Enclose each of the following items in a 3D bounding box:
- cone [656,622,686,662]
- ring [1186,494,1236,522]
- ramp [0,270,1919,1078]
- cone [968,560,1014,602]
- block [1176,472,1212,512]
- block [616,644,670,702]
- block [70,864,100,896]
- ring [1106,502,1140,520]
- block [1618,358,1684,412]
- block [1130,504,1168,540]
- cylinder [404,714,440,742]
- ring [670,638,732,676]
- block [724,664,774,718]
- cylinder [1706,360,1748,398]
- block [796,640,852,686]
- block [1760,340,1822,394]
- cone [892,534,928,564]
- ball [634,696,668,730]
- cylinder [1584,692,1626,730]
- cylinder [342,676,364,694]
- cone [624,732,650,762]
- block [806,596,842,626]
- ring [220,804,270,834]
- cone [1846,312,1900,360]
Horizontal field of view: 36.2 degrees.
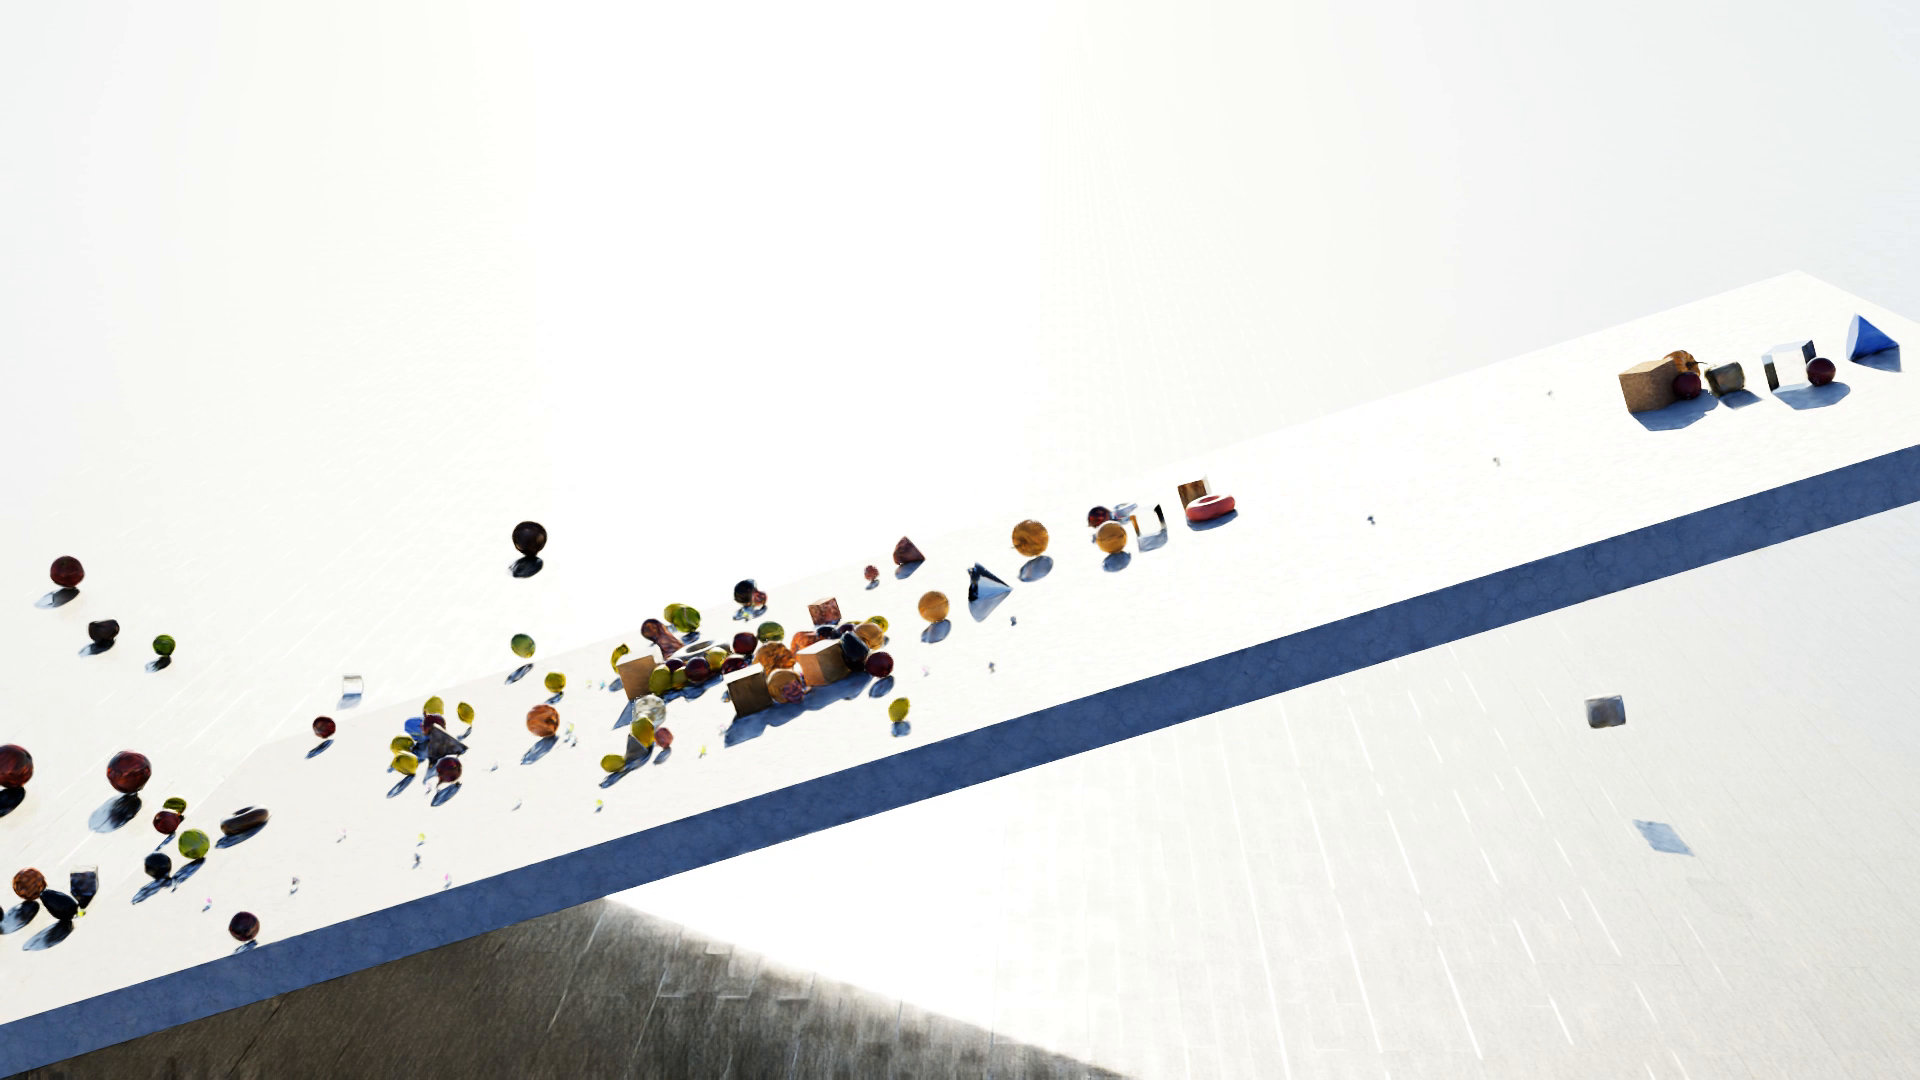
[{"bbox_3d":[-0.690,0.231,6.890,0.087,0.087,0.087,-18,10,3],"label":"cone"},{"bbox_3d":[0.553,-0.072,6.483,0.114,0.038,0.114,-16,11,3],"label":"ring"},{"bbox_3d":[0.101,0.183,6.311,4.000,0.100,2.000,-17,10,5],"label":"ramp"},{"bbox_3d":[0.072,0.099,6.400,0.095,0.095,0.095,10,13,5],"label":"cone"},{"bbox_3d":[0.531,-0.108,6.637,0.062,0.062,0.062,-15,11,16],"label":"block"},{"bbox_3d":[-0.708,0.297,6.575,0.087,0.087,0.087,-17,10,5],"label":"block"},{"bbox_3d":[-1.972,0.765,6.625,0.055,0.055,0.055,-2,12,-8],"label":"block"},{"bbox_3d":[0.375,-0.067,6.788,0.081,0.027,0.081,-18,12,4],"label":"ring"},{"bbox_3d":[1.442,-0.322,6.135,0.085,0.085,0.085,-25,13,-34],"label":"block"},{"bbox_3d":[0.417,-0.042,6.506,0.056,0.056,0.056,-13,11,25],"label":"block"},{"bbox_3d":[-1.253,0.437,6.848,0.060,0.060,0.060,-10,3,37],"label":"cylinder"},{"bbox_3d":[-0.584,0.264,6.642,0.148,0.049,0.148,-17,11,3],"label":"ring"},{"bbox_3d":[-0.434,0.311,6.057,0.080,0.080,0.080,-19,10,-5],"label":"block"},{"bbox_3d":[1.571,-0.331,6.029,0.060,0.060,0.060,-24,15,-6],"label":"cylinder"},{"bbox_3d":[-0.282,0.255,6.108,0.073,0.073,0.073,-25,13,-35],"label":"block"},{"bbox_3d":[1.669,-0.349,5.903,0.079,0.079,0.079,-9,14,42],"label":"block"},{"bbox_3d":[-0.109,0.035,7.063,0.076,0.076,0.076,20,19,27],"label":"cone"},{"bbox_3d":[-0.650,0.363,6.177,0.072,0.072,0.072,0,12,0],"label":"ball"},{"bbox_3d":[1.647,0.437,7.505,0.085,0.085,0.085,-9,11,3],"label":"cylinder"},{"bbox_3d":[-1.725,0.412,8.356,0.055,0.055,0.055,-1,11,-16],"label":"cylinder"},{"bbox_3d":[-0.666,0.414,5.980,0.056,0.056,0.056,-18,10,3],"label":"cone"},{"bbox_3d":[-0.309,0.162,6.698,0.050,0.050,0.050,-25,12,-33],"label":"block"},{"bbox_3d":[-1.589,0.620,6.533,0.115,0.038,0.115,-18,9,3],"label":"ring"},{"bbox_3d":[1.859,-0.405,5.967,0.098,0.098,0.098,10,12,5],"label":"cone"}]
